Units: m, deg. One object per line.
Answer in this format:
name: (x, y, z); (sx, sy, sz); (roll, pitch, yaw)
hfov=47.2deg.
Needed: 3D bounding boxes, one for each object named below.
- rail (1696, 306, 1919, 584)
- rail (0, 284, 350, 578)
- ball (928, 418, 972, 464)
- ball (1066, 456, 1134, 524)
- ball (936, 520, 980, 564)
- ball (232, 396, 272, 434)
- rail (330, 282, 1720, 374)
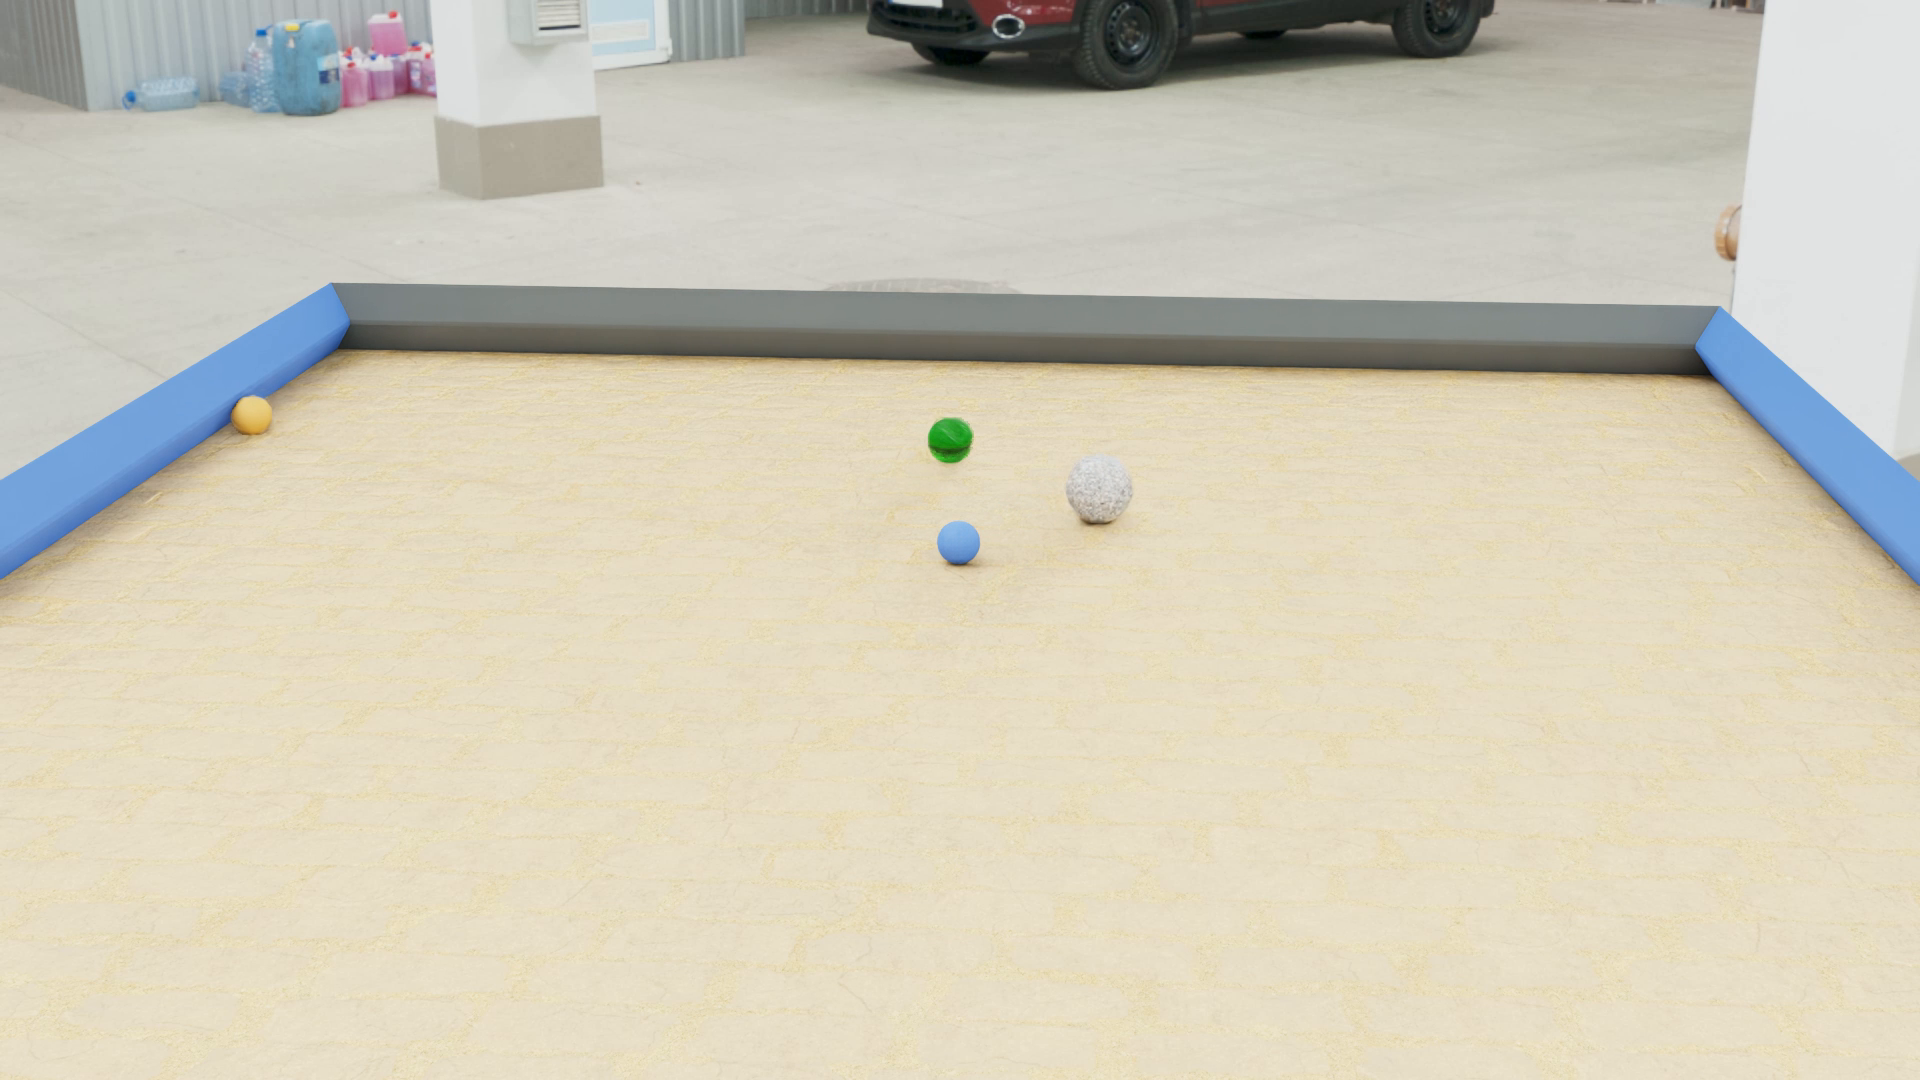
rail: (1.051, 0.339, 1.626); (0.045, 0.115, 4.173); (1, 19, 4)
rail: (-1.215, 0.282, 1.795); (0.045, 0.115, 4.173); (1, 19, 4)
ball: (-0.014, -0.141, 3.128); (0.065, 0.065, 0.065); (0, 19, 0)
ball: (0.182, -0.066, 2.870); (0.088, 0.088, 0.088); (0, 19, 0)
ball: (-0.002, 0.003, 2.719); (0.054, 0.054, 0.054); (0, 19, 0)
ball: (-1.054, -0.187, 3.274); (0.057, 0.057, 0.057); (0, 19, 0)
rail: (0.080, -0.348, 3.659); (2.320, 0.115, 0.045); (1, 19, 4)
